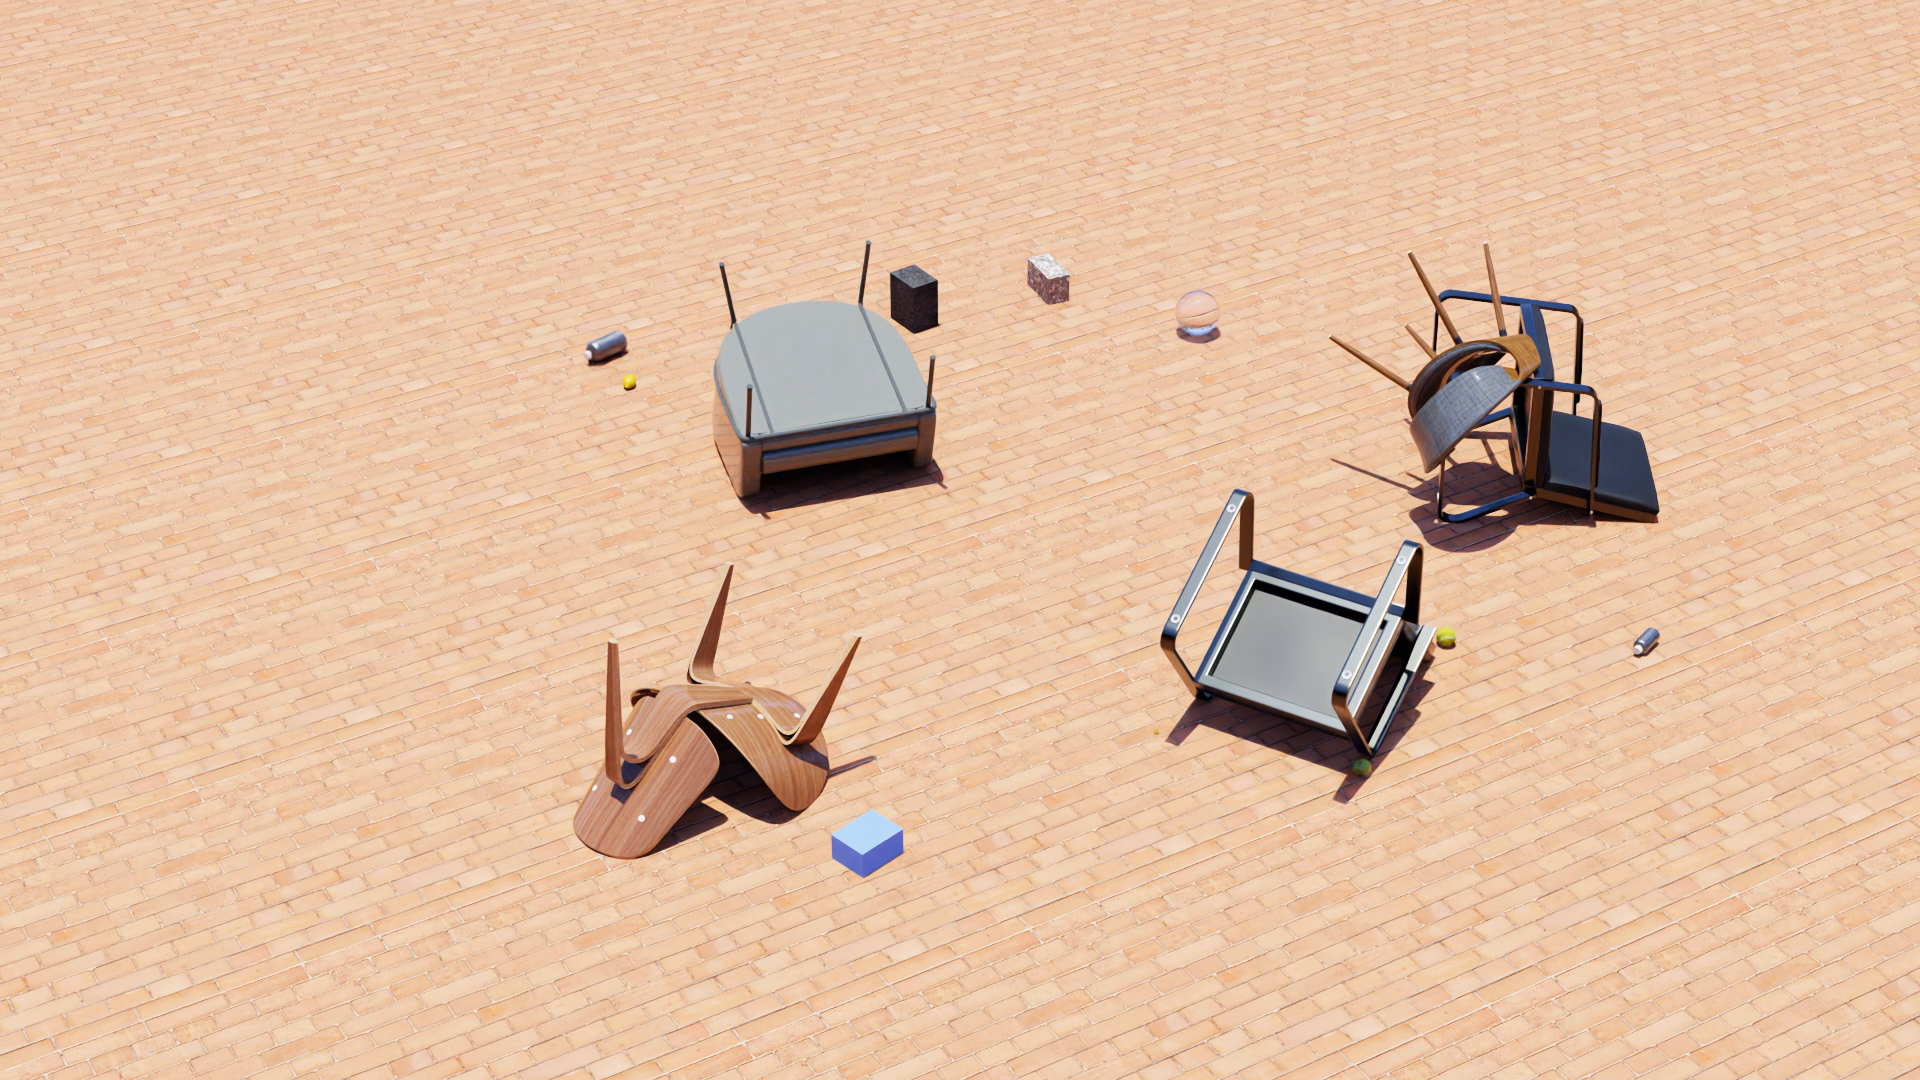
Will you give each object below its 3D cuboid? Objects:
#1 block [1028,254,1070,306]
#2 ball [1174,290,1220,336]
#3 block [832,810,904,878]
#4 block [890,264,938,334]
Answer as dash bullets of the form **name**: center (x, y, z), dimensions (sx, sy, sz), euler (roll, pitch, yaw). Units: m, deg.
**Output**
- **block**: center (0.377, -1.113, 12.518), dimensions (0.099, 0.127, 0.209), euler (-14, 36, -20)
- **ball**: center (0.989, -0.946, 12.209), dimensions (0.188, 0.188, 0.188), euler (0, 33, 0)
- **block**: center (-0.296, 0.971, 9.383), dimensions (0.143, 0.096, 0.181), euler (28, 43, 36)
- **block**: center (-0.192, -1.009, 12.279), dimensions (0.125, 0.217, 0.172), euler (-21, 39, -29)
